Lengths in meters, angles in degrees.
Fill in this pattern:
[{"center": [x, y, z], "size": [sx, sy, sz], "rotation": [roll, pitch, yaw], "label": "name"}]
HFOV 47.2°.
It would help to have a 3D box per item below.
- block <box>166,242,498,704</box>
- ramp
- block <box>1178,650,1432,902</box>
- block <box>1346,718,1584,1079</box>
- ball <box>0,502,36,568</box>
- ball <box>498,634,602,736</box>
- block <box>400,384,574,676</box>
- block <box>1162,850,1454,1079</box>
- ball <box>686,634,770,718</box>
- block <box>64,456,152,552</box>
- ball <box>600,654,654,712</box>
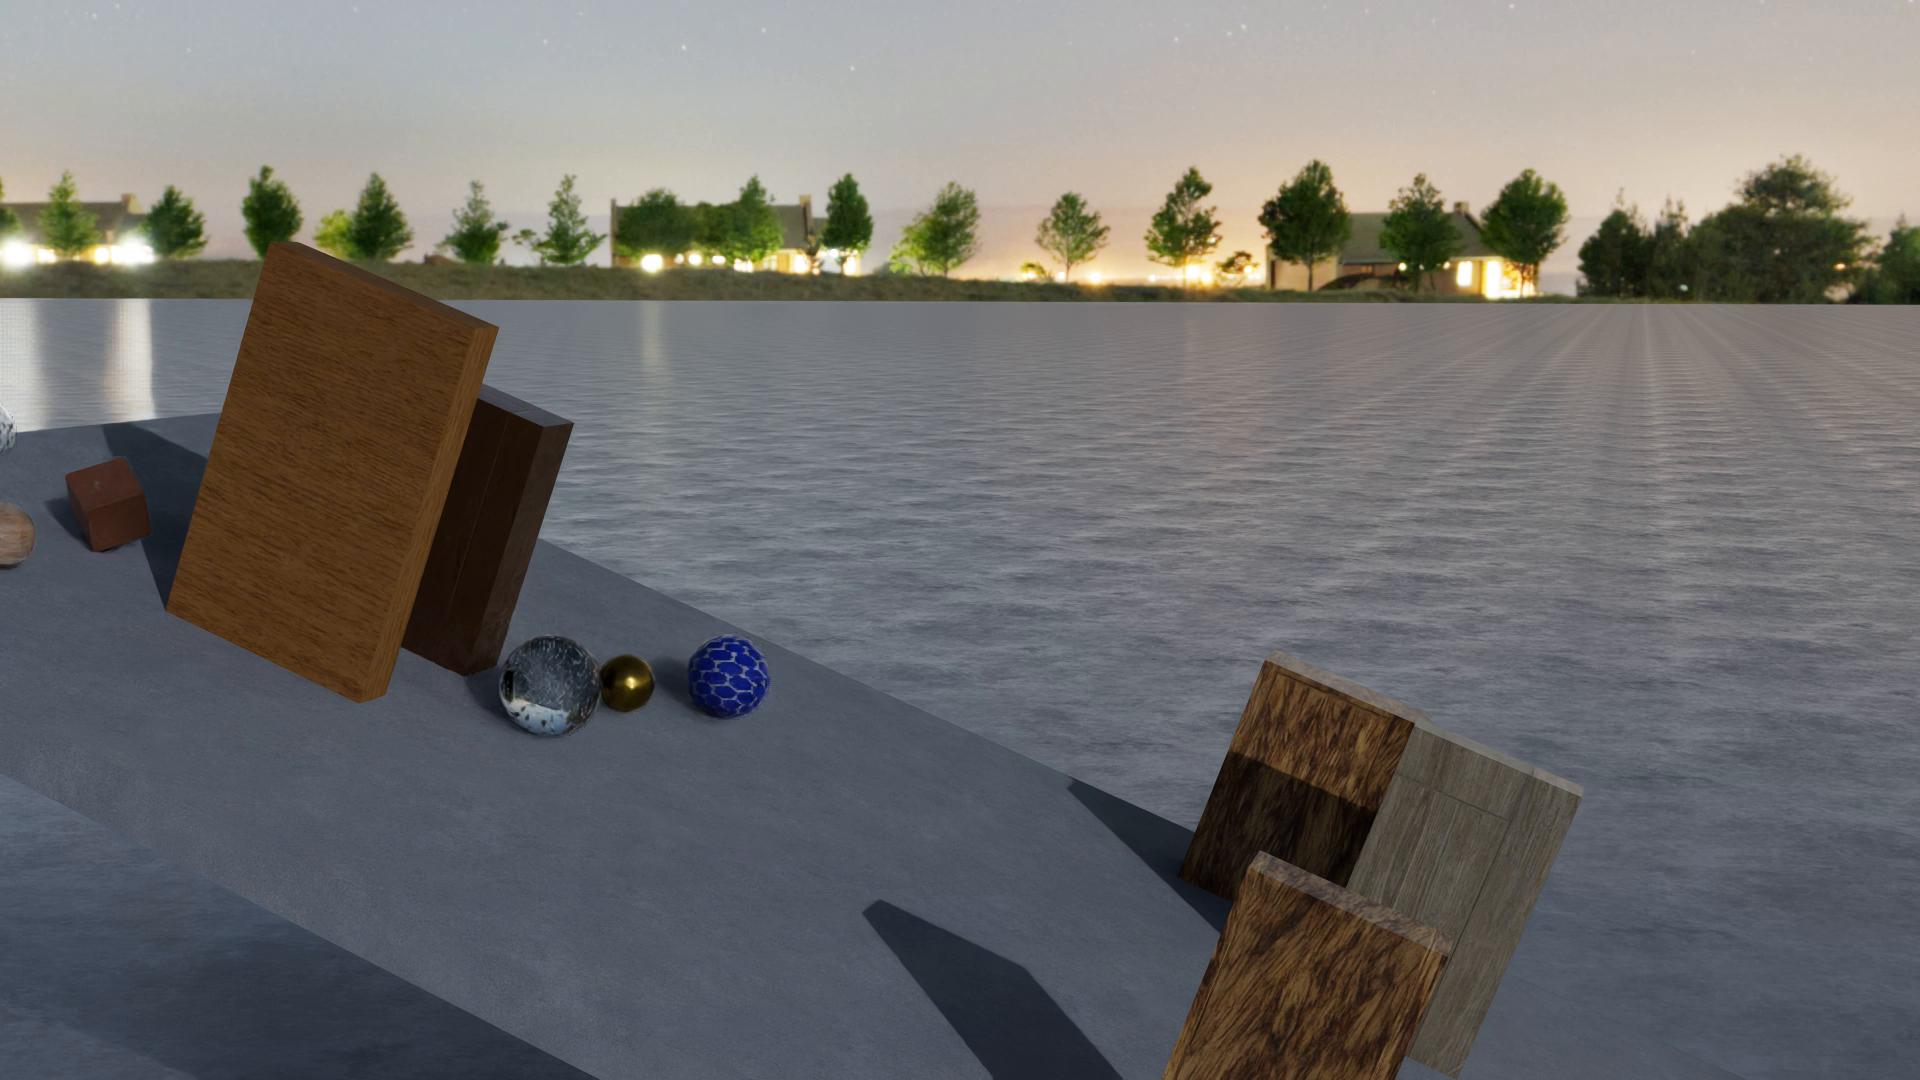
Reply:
[{"center": [-1.156, -0.124, 4.027], "size": [0.436, 0.730, 0.088], "rotation": [23, 13, 13], "label": "block"}, {"center": [-0.326, 0.590, 4.206], "size": [4.000, 0.100, 2.000], "rotation": [23, 13, 13], "label": "ramp"}, {"center": [0.724, 0.541, 4.637], "size": [0.353, 0.510, 0.136], "rotation": [23, 13, 13], "label": "block"}, {"center": [0.901, 0.675, 4.145], "size": [0.325, 0.595, 0.086], "rotation": [23, 13, 13], "label": "block"}, {"center": [-1.754, -0.009, 4.013], "size": [0.123, 0.123, 0.123], "rotation": [0, 7, 0], "label": "ball"}, {"center": [-0.775, 0.276, 4.165], "size": [0.193, 0.193, 0.193], "rotation": [0, 7, 0], "label": "ball"}, {"center": [-1.035, -0.052, 4.375], "size": [0.373, 0.530, 0.127], "rotation": [23, 13, 13], "label": "block"}, {"center": [0.448, 0.764, 3.115], "size": [0.292, 0.569, 0.096], "rotation": [23, 13, 13], "label": "block"}, {"center": [-0.486, 0.286, 4.613], "size": [0.175, 0.175, 0.175], "rotation": [0, 7, 0], "label": "ball"}, {"center": [-1.659, -0.069, 4.285], "size": [0.113, 0.113, 0.113], "rotation": [-21, 53, -29], "label": "block"}, {"center": [-0.676, 0.289, 4.444], "size": [0.116, 0.116, 0.116], "rotation": [0, 7, 0], "label": "ball"}]
